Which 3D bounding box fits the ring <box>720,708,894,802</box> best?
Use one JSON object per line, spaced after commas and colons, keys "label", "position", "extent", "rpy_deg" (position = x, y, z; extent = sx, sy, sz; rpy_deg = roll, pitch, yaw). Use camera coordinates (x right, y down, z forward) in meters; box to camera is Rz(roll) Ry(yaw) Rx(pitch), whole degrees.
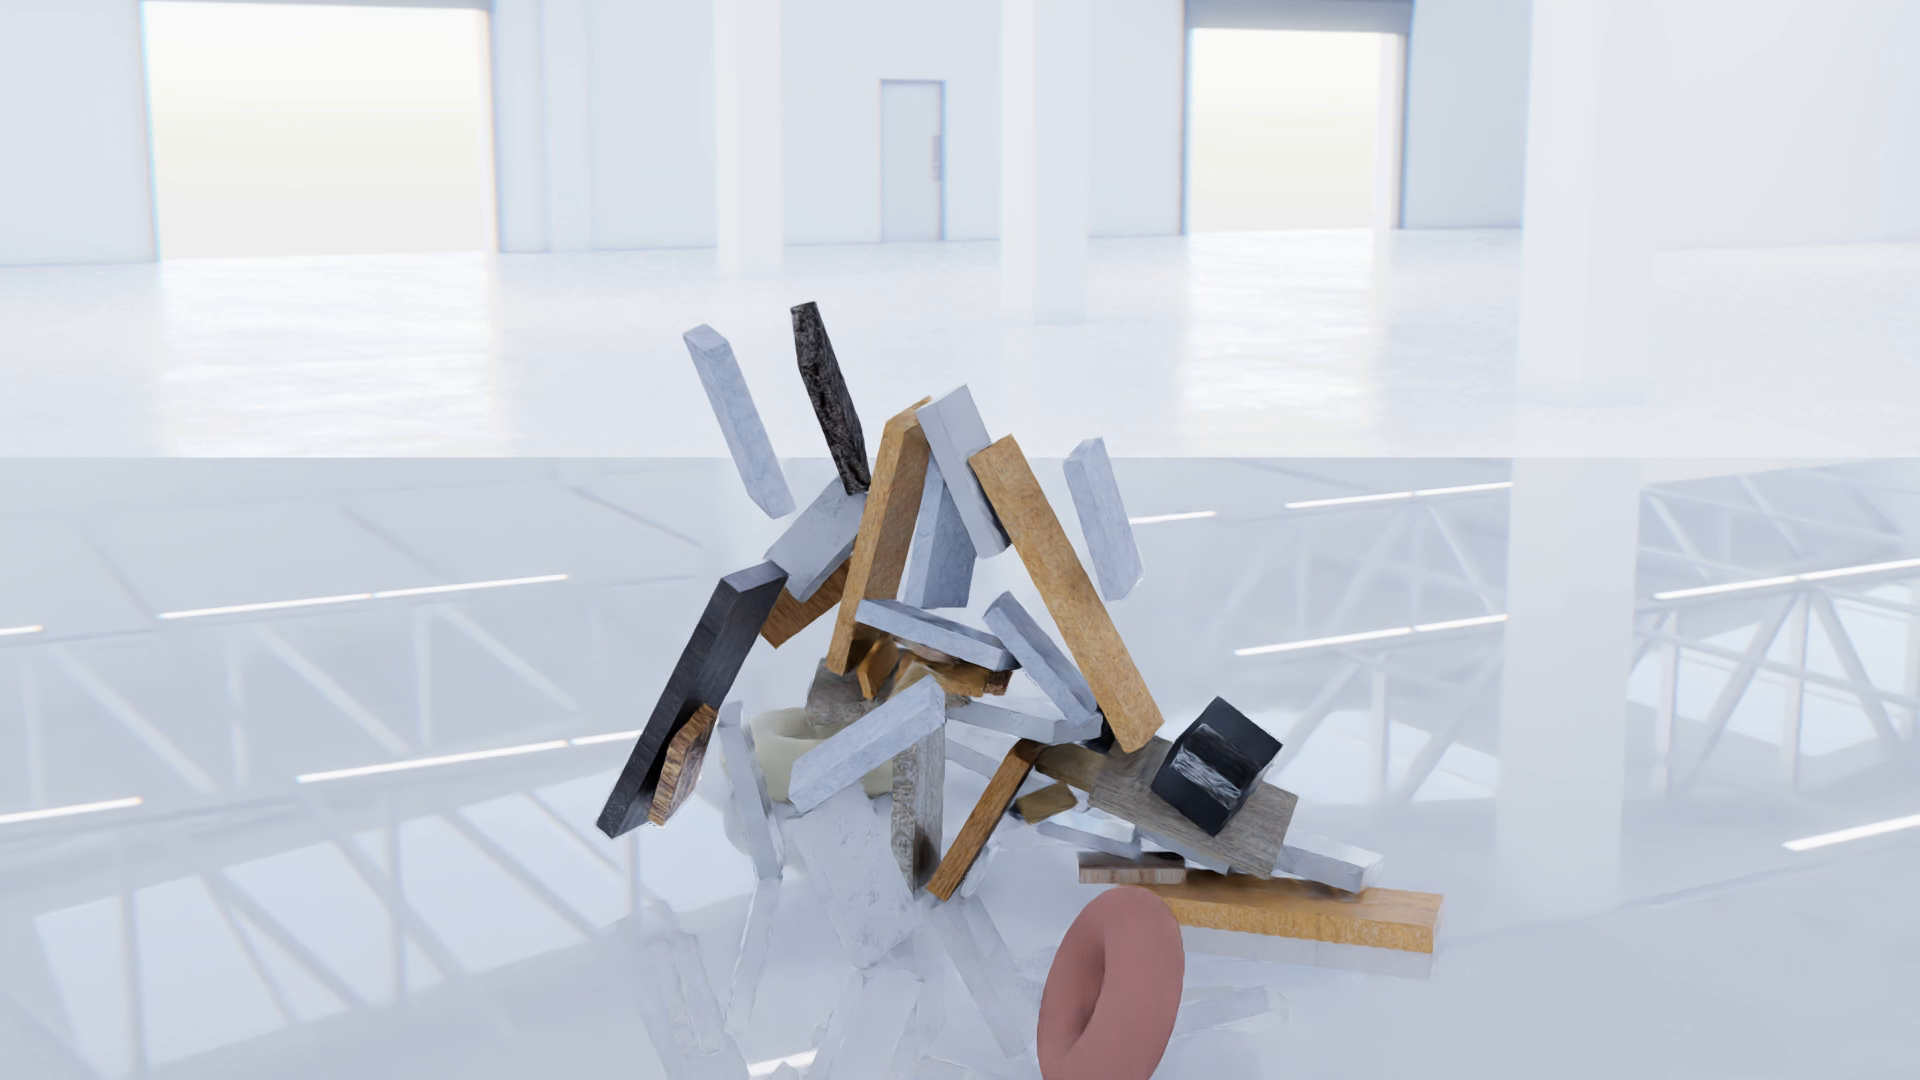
{"label": "ring", "position": [-0.278, 0.417, 4.270], "extent": [0.373, 0.124, 0.373], "rpy_deg": [1, 10, 0]}

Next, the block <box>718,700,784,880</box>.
{"label": "block", "position": [-0.359, 0.427, 3.773], "extent": [0.039, 0.277, 0.139], "rpy_deg": [-14, 13, 0]}

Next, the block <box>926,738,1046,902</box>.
{"label": "block", "position": [0.045, 0.457, 3.658], "extent": [0.040, 0.283, 0.141], "rpy_deg": [32, 17, 7]}

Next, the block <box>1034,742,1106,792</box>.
{"label": "block", "position": [0.299, 0.415, 3.614], "extent": [0.360, 0.020, 0.072], "rpy_deg": [20, 43, 21]}

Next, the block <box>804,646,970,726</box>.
{"label": "block", "position": [-0.113, 0.239, 3.711], "extent": [0.277, 0.039, 0.139], "rpy_deg": [-9, 32, 15]}

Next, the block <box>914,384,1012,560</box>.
{"label": "block", "position": [0.021, -0.109, 3.493], "extent": [0.037, 0.258, 0.129], "rpy_deg": [-19, 9, 28]}

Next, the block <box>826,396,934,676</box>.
{"label": "block", "position": [-0.124, -0.002, 3.608], "extent": [0.037, 0.485, 0.129], "rpy_deg": [28, 34, 19]}

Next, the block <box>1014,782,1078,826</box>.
{"label": "block", "position": [0.142, 0.432, 3.619], "extent": [0.094, 0.013, 0.047], "rpy_deg": [-18, 56, -25]}

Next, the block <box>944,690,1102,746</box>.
{"label": "block", "position": [0.081, 0.288, 3.687], "extent": [0.283, 0.040, 0.141], "rpy_deg": [11, 8, 37]}

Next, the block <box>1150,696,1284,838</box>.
{"label": "block", "position": [0.404, 0.357, 3.467], "extent": [0.129, 0.129, 0.129], "rpy_deg": [37, 48, 15]}

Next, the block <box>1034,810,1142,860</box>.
{"label": "block", "position": [0.211, 0.484, 3.656], "extent": [0.176, 0.025, 0.088], "rpy_deg": [16, 12, -4]}

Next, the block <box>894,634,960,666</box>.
{"label": "block", "position": [-0.055, 0.176, 3.585], "extent": [0.058, 0.016, 0.116], "rpy_deg": [13, 6, -33]}

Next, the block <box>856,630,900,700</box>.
{"label": "block", "position": [-0.136, 0.207, 3.675], "extent": [0.016, 0.058, 0.116], "rpy_deg": [3, 35, 25]}

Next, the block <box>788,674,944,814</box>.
{"label": "block", "position": [-0.140, 0.307, 3.316], "extent": [0.257, 0.036, 0.129], "rpy_deg": [-33, 15, 10]}

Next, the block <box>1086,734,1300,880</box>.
{"label": "block", "position": [0.375, 0.417, 3.533], "extent": [0.309, 0.044, 0.154], "rpy_deg": [23, 45, 8]}

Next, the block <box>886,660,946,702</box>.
{"label": "block", "position": [-0.079, 0.251, 3.471], "extent": [0.058, 0.116, 0.016], "rpy_deg": [29, 12, -24]}

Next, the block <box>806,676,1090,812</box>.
{"label": "block", "position": [-0.009, 0.381, 4.240], "extent": [0.600, 0.039, 0.139], "rpy_deg": [22, 17, 23]}

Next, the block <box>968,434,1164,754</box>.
{"label": "block", "position": [0.172, 0.084, 3.504], "extent": [0.033, 0.530, 0.118], "rpy_deg": [-26, 4, 27]}

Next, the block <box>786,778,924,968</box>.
{"label": "block", "position": [-0.159, 0.504, 3.347], "extent": [0.036, 0.257, 0.129], "rpy_deg": [-8, 19, 49]}

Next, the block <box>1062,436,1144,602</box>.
{"label": "block", "position": [0.228, -0.034, 3.499], "extent": [0.033, 0.236, 0.118], "rpy_deg": [-12, 16, 24]}

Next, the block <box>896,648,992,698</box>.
{"label": "block", "position": [-0.026, 0.217, 3.588], "extent": [0.144, 0.020, 0.072], "rpy_deg": [8, 35, 9]}

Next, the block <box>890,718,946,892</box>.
{"label": "block", "position": [-0.070, 0.435, 3.692], "extent": [0.040, 0.283, 0.141], "rpy_deg": [4, 5, 19]}

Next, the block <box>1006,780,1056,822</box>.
{"label": "block", "position": [0.127, 0.435, 3.669], "extent": [0.094, 0.013, 0.047], "rpy_deg": [-30, 15, -16]}

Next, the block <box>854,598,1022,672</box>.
{"label": "block", "position": [-0.030, 0.154, 3.602], "extent": [0.257, 0.036, 0.129], "rpy_deg": [19, 5, 20]}

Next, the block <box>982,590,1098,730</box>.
{"label": "block", "position": [0.133, 0.193, 3.577], "extent": [0.033, 0.236, 0.118], "rpy_deg": [-40, 3, 15]}

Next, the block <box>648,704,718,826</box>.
{"label": "block", "position": [-0.466, 0.379, 3.697], "extent": [0.030, 0.209, 0.104], "rpy_deg": [30, 42, 9]}

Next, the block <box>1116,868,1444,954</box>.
{"label": "block", "position": [0.513, 0.590, 3.547], "extent": [0.509, 0.044, 0.154], "rpy_deg": [3, 11, 18]}

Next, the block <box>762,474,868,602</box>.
{"label": "block", "position": [-0.225, -0.007, 3.655], "extent": [0.104, 0.209, 0.030], "rpy_deg": [50, 13, 28]}

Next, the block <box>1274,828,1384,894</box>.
{"label": "block", "position": [0.529, 0.507, 3.622], "extent": [0.309, 0.044, 0.154], "rpy_deg": [14, 5, 22]}

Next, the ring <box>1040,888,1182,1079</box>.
{"label": "ring", "position": [0.193, 0.596, 2.853], "extent": [0.100, 0.300, 0.300], "rpy_deg": [20, 6, -14]}

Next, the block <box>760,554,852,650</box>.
{"label": "block", "position": [-0.269, 0.085, 3.739], "extent": [0.209, 0.104, 0.030], "rpy_deg": [-36, 20, 16]}

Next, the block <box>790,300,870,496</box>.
{"label": "block", "position": [-0.206, -0.226, 3.540], "extent": [0.042, 0.294, 0.147], "rpy_deg": [-15, 47, 4]}

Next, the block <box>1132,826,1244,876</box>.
{"label": "block", "position": [0.385, 0.509, 3.665], "extent": [0.176, 0.025, 0.088], "rpy_deg": [22, 8, 26]}

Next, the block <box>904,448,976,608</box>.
{"label": "block", "position": [-0.018, -0.019, 3.581], "extent": [0.037, 0.258, 0.129], "rpy_deg": [14, 7, 34]}

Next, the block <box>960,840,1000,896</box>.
{"label": "block", "position": [0.032, 0.545, 3.648], "extent": [0.013, 0.094, 0.047], "rpy_deg": [30, 12, 15]}

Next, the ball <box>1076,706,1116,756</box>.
{"label": "ball", "position": [0.259, 0.302, 3.762], "extent": [0.152, 0.152, 0.152], "rpy_deg": [0, 11, 0]}

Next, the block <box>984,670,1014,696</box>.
{"label": "block", "position": [0.011, 0.216, 3.627], "extent": [0.144, 0.020, 0.072], "rpy_deg": [9, 36, 11]}

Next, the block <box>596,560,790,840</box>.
{"label": "block", "position": [-0.450, 0.270, 3.679], "extent": [0.042, 0.533, 0.147], "rpy_deg": [37, 26, 17]}

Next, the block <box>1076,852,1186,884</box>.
{"label": "block", "position": [0.282, 0.540, 3.629], "extent": [0.175, 0.025, 0.088], "rpy_deg": [0, 11, 1]}

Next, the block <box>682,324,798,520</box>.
{"label": "block", "position": [-0.346, -0.186, 3.453], "extent": [0.042, 0.294, 0.147], "rpy_deg": [-26, 23, -12]}
